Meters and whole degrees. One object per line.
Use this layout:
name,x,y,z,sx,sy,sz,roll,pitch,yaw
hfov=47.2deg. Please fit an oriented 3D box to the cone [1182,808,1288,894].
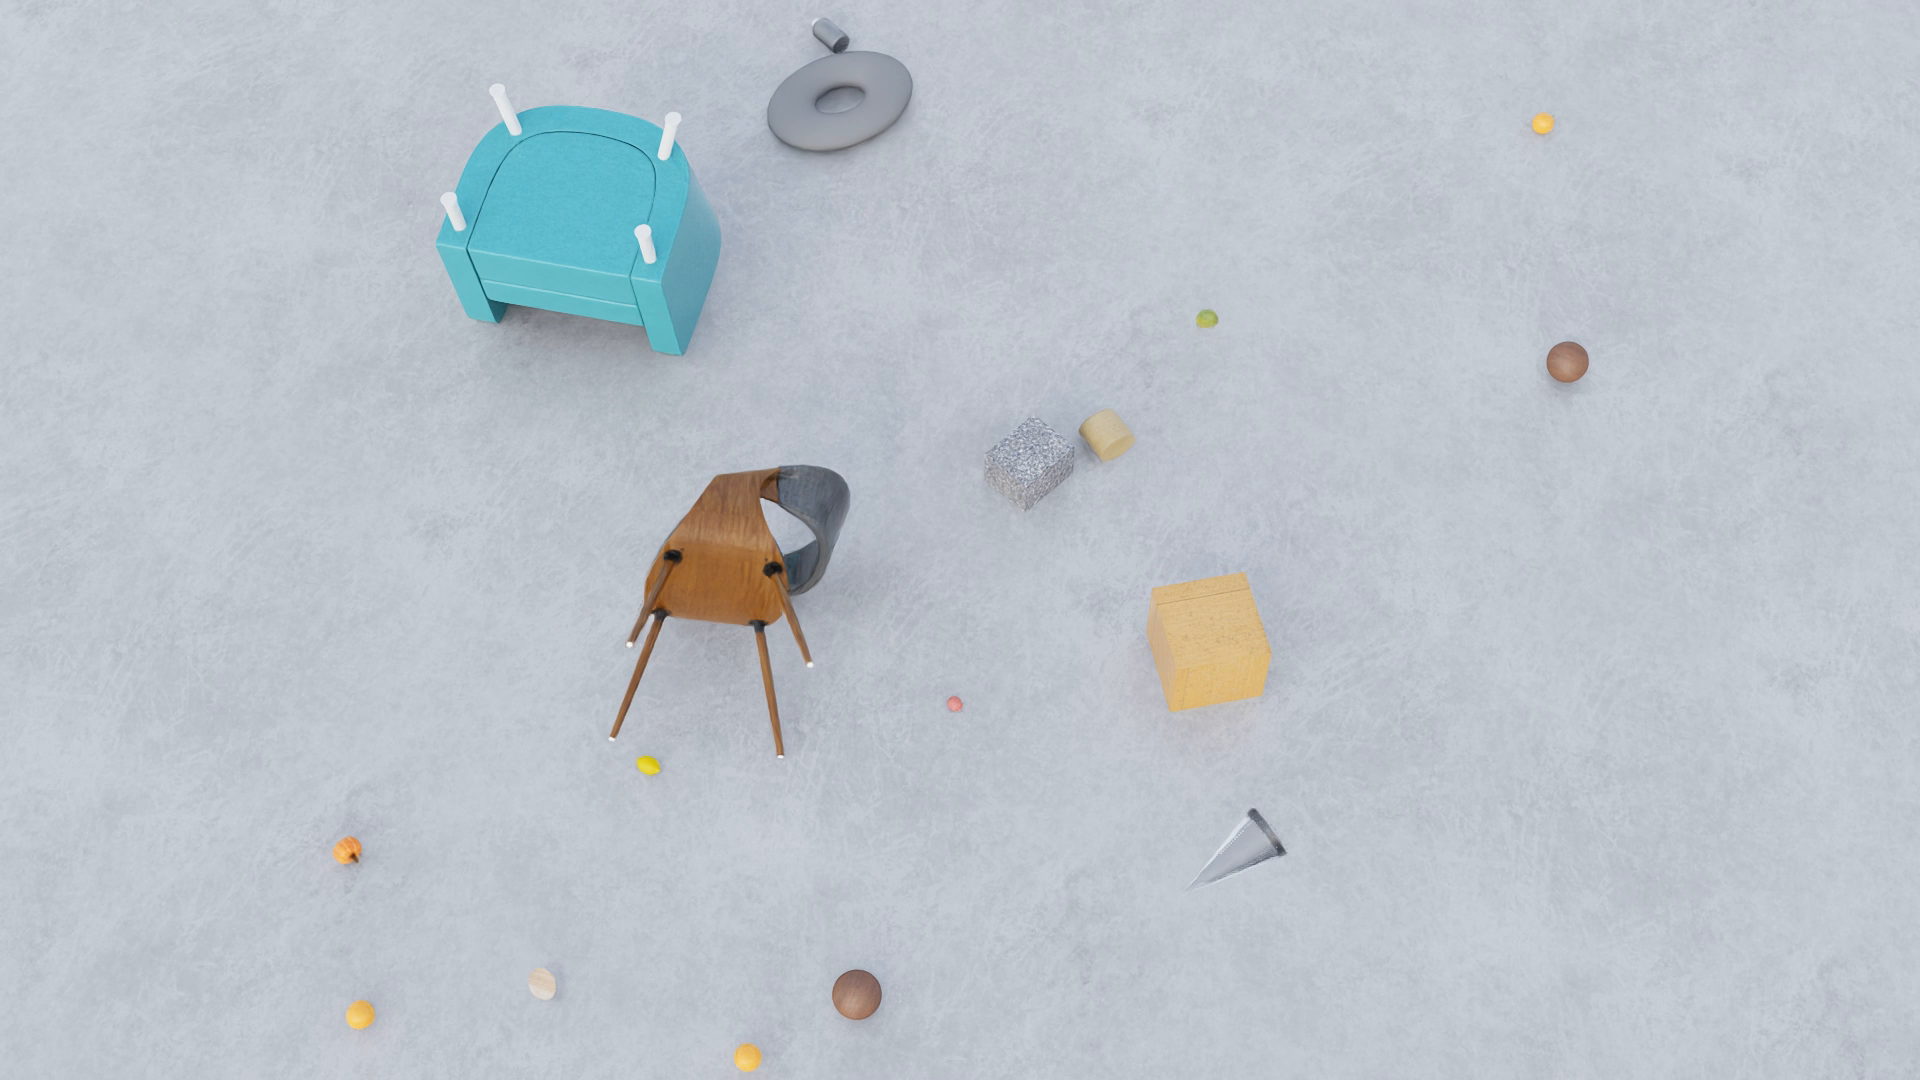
cone,0.716,0.874,5.942,0.299,0.162,0.148,-35,18,-3

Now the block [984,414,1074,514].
block,0.209,-0.231,6.646,0.210,0.137,0.172,-40,65,-23

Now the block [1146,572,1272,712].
block,0.701,0.290,6.236,0.271,0.238,0.273,-10,57,-6

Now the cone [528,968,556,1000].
cone,-1.084,1.162,5.776,0.090,0.041,0.084,13,98,27

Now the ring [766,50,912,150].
ring,-0.411,-1.507,7.531,0.540,0.092,0.401,-31,61,-18

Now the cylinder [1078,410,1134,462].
cylinder,0.449,-0.321,6.732,0.128,0.095,0.119,-28,61,-16
